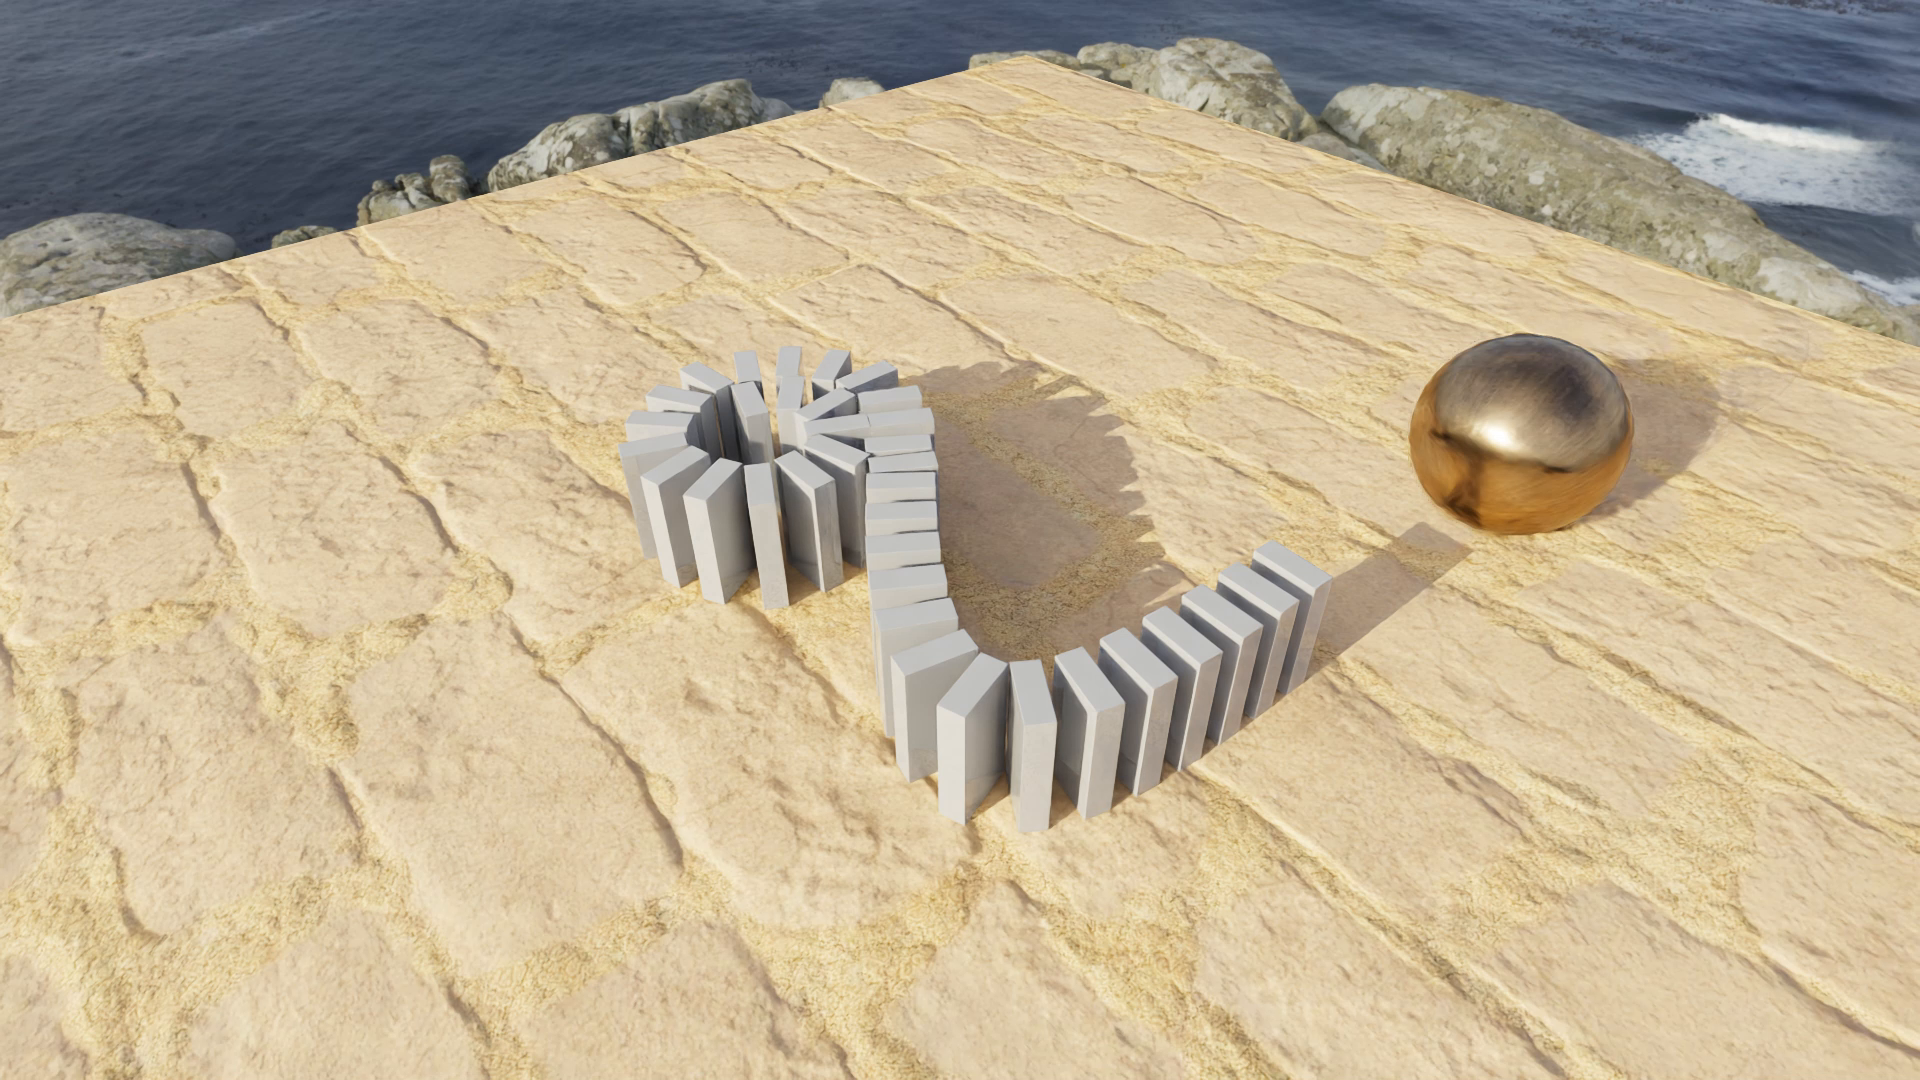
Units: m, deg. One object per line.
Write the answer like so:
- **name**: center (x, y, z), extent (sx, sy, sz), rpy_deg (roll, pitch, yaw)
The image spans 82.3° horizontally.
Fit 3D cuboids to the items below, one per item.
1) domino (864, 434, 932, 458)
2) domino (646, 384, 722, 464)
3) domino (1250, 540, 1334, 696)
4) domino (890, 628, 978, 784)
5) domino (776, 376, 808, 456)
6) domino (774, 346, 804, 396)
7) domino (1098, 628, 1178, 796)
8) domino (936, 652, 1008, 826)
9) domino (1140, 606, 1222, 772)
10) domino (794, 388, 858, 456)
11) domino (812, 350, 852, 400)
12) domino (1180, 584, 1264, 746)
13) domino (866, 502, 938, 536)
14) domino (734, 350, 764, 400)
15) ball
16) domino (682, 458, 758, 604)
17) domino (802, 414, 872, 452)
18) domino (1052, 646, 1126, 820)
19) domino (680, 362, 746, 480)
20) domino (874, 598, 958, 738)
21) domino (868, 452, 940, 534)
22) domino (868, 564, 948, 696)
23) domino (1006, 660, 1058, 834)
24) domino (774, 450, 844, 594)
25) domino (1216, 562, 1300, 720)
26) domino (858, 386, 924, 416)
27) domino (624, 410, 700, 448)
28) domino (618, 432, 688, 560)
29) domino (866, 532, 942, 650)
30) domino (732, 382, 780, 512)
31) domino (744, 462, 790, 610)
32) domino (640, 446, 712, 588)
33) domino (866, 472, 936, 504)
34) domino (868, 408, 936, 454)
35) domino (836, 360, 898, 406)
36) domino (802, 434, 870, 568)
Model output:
- **domino**: center (-0.023, -0.018, 0.433), extent (0.025, 0.050, 0.009), rpy_deg (-4, 40, -5)
- **domino**: center (-0.113, -0.039, 0.459), extent (0.025, 0.050, 0.010), rpy_deg (13, 41, 15)
- **domino**: center (0.110, 0.027, 0.378), extent (0.009, 0.050, 0.025), rpy_deg (-27, 46, -29)
- **domino**: center (-0.008, 0.053, 0.347), extent (0.025, 0.050, 0.009), rpy_deg (-19, 43, -21)
- **domino**: center (-0.068, -0.040, 0.461), extent (0.009, 0.050, 0.025), rpy_deg (-1, 39, -1)
- **domino**: center (-0.072, -0.056, 0.480), extent (0.010, 0.050, 0.025), rpy_deg (-2, 39, -2)
- **domino**: center (0.054, 0.054, 0.345), extent (0.010, 0.050, 0.025), rpy_deg (-22, 44, -25)
- **domino**: center (0.004, 0.061, 0.337), extent (0.009, 0.050, 0.025), rpy_deg (21, 44, 24)
- **domino**: center (0.068, 0.048, 0.353), extent (0.009, 0.050, 0.025), rpy_deg (-24, 45, -26)
- **domino**: center (-0.054, -0.035, 0.454), extent (0.009, 0.050, 0.025), rpy_deg (29, 47, 30)
- **domino**: center (-0.054, -0.054, 0.478), extent (0.009, 0.050, 0.025), rpy_deg (8, 40, 9)
- **domino**: center (0.082, 0.041, 0.361), extent (0.010, 0.050, 0.025), rpy_deg (-27, 46, -29)
- **domino**: center (-0.021, 0.009, 0.401), extent (0.025, 0.050, 0.009), rpy_deg (-2, 39, -2)
- **domino**: center (-0.089, -0.054, 0.477), extent (0.009, 0.050, 0.025), rpy_deg (-9, 40, -11)
- **ball**: center (0.222, -0.042, 0.439), extent (0.080, 0.080, 0.080), rpy_deg (0, 39, 0)
- **domino**: center (-0.090, -0.003, 0.415), extent (0.009, 0.050, 0.025), rpy_deg (14, 41, 17)
- **domino**: center (-0.048, -0.026, 0.443), extent (0.025, 0.050, 0.009), rpy_deg (-9, 40, -11)
- **domino**: center (0.038, 0.060, 0.338), extent (0.010, 0.050, 0.025), rpy_deg (-16, 42, -19)
- **domino**: center (-0.105, -0.049, 0.471), extent (0.025, 0.050, 0.009), rpy_deg (30, 48, 32)
- **domino**: center (-0.014, 0.042, 0.360), extent (0.025, 0.050, 0.010), rpy_deg (-9, 40, -11)
- **domino**: center (-0.021, -0.010, 0.423), extent (0.025, 0.050, 0.010), rpy_deg (-7, 40, -8)
- **domino**: center (-0.017, 0.031, 0.373), extent (0.025, 0.050, 0.009), rpy_deg (-5, 40, -6)
- **domino**: center (0.021, 0.063, 0.334), extent (0.010, 0.050, 0.025), rpy_deg (-5, 40, -6)
- **domino**: center (-0.057, -0.007, 0.420), extent (0.009, 0.050, 0.025), rpy_deg (-30, 48, -31)
- **domino**: center (0.096, 0.034, 0.370), extent (0.010, 0.050, 0.025), rpy_deg (-28, 47, -29)
- **domino**: center (-0.028, -0.039, 0.459), extent (0.025, 0.050, 0.009), rpy_deg (-9, 40, -10)
- **domino**: center (-0.117, -0.028, 0.446), extent (0.025, 0.050, 0.009), rpy_deg (4, 40, 5)
- **domino**: center (-0.116, -0.017, 0.432), extent (0.025, 0.050, 0.009), rpy_deg (-13, 41, -15)
- **domino**: center (-0.019, 0.020, 0.387), extent (0.025, 0.050, 0.009), rpy_deg (-4, 39, -4)
- **domino**: center (-0.084, -0.038, 0.457), extent (0.010, 0.050, 0.025), rpy_deg (-14, 41, -17)
- **domino**: center (-0.072, -0.001, 0.413), extent (0.010, 0.050, 0.025), rpy_deg (-8, 40, -9)
- **domino**: center (-0.105, -0.008, 0.422), extent (0.009, 0.050, 0.025), rpy_deg (26, 46, 28)
- **domino**: center (-0.021, -0.002, 0.414), extent (0.025, 0.050, 0.009), rpy_deg (-2, 39, -2)
- **domino**: center (-0.023, -0.029, 0.447), extent (0.025, 0.050, 0.009), rpy_deg (-7, 40, -9)
- **domino**: center (-0.039, -0.049, 0.472), extent (0.025, 0.050, 0.010), rpy_deg (-28, 47, -30)
- **domino**: center (-0.046, -0.015, 0.429), extent (0.025, 0.050, 0.009), rpy_deg (23, 45, 25)
